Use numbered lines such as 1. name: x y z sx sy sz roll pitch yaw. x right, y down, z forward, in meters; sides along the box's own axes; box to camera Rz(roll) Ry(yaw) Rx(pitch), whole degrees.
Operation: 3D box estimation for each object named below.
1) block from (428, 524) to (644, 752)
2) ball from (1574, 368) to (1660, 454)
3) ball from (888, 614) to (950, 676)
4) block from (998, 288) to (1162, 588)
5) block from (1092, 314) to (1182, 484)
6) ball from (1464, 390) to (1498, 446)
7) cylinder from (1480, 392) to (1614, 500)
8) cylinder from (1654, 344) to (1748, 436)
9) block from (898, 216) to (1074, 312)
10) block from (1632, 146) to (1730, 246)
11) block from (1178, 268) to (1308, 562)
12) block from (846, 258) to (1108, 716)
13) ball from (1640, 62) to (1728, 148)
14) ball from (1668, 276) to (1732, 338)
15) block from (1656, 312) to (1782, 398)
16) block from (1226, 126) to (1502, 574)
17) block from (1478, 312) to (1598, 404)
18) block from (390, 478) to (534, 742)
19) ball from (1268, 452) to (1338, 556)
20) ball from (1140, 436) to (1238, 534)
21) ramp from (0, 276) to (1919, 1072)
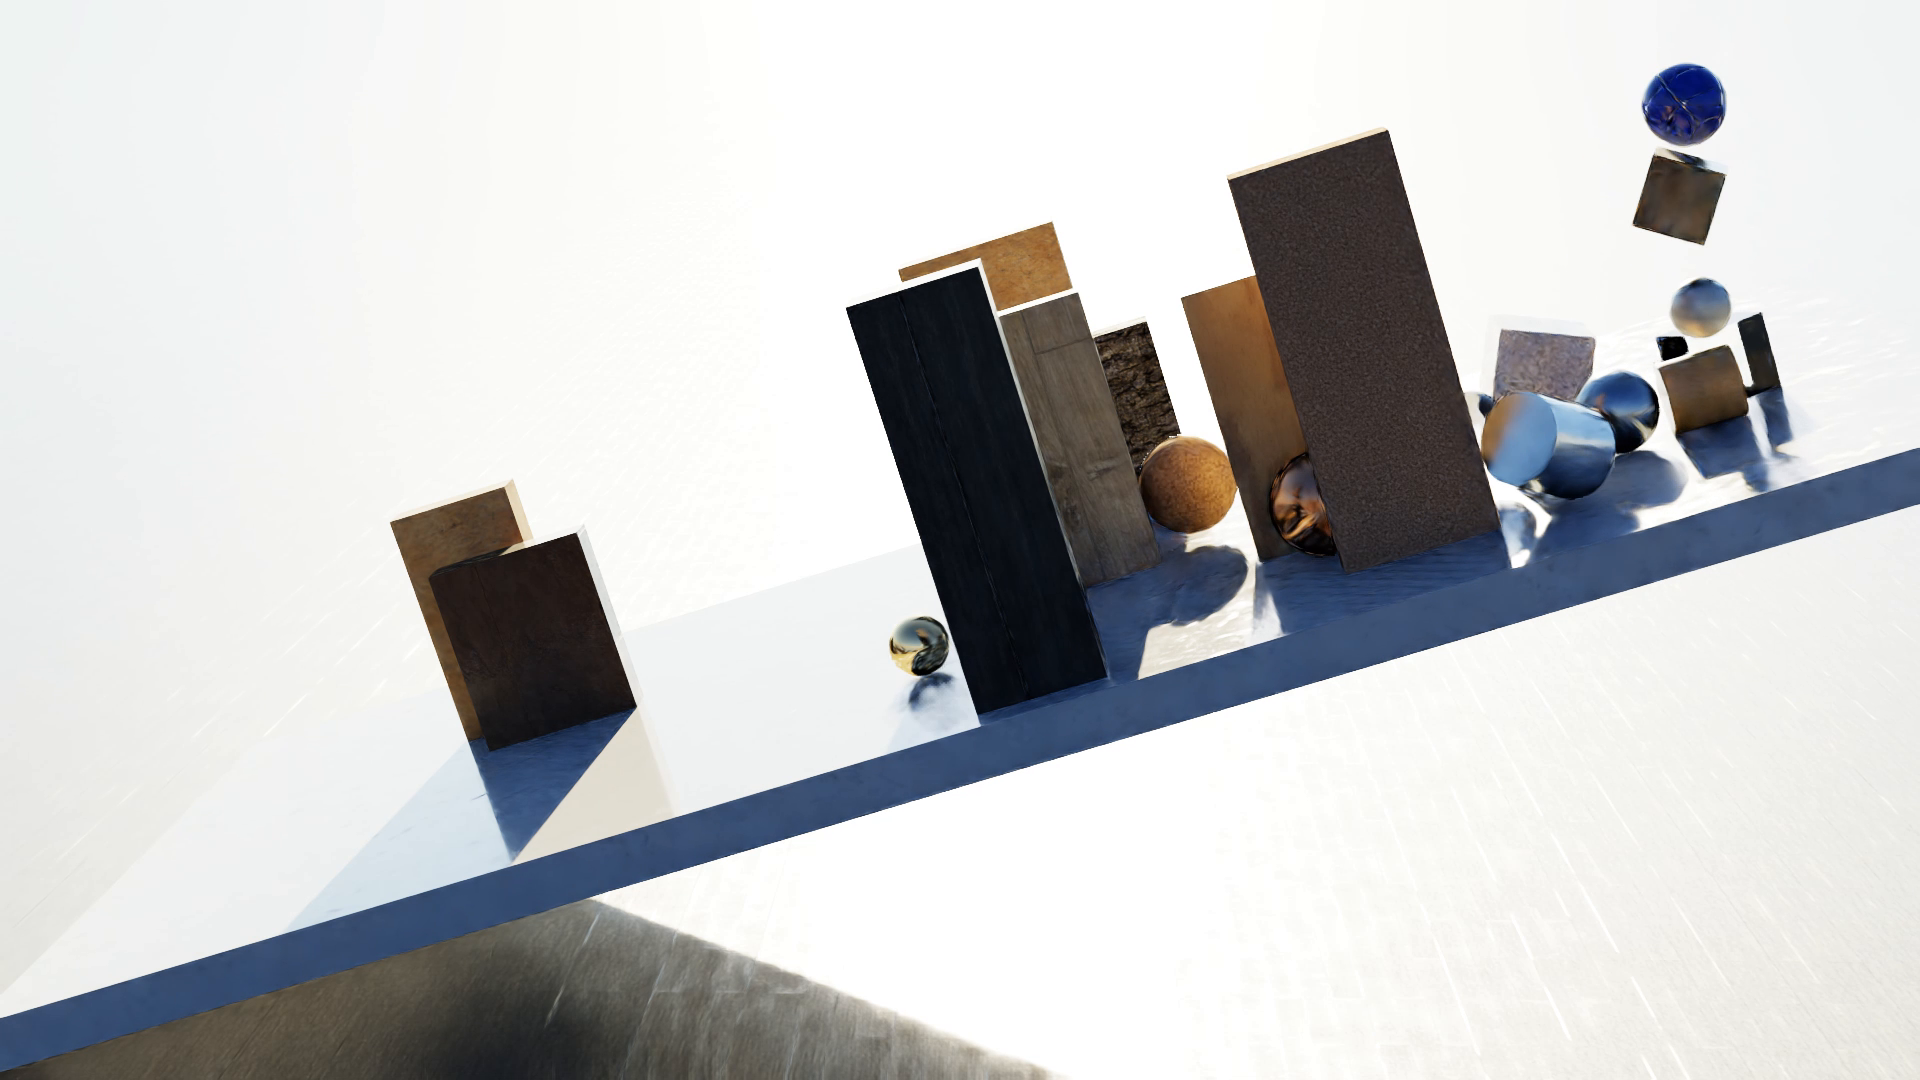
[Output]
1. block: -0.930 0.214 6.463 0.344 0.409 0.100 -17 10 5
2. ball: 1.300 -0.255 5.826 0.170 0.170 0.170 0 11 0
3. ball: -0.081 0.210 5.853 0.123 0.123 0.123 0 11 0
4. block: 0.130 -0.176 6.183 0.432 0.602 0.081 -17 10 5
5. block: 0.350 -0.282 6.907 0.306 0.409 0.115 -17 10 5
6. ball: 1.019 -0.219 5.898 0.162 0.162 0.162 0 11 0
7. cylinder: 1.108 -0.177 5.546 0.178 0.178 0.178 10 2 -41
8. cylinder: 1.470 -0.299 5.837 0.147 0.147 0.147 -17 10 7
9. block: 0.139 -0.370 6.935 0.375 0.692 0.125 -17 10 5
10. block: 1.447 -0.691 5.905 0.149 0.149 0.149 18 18 12
11. block: 0.707 -0.284 5.890 0.393 0.559 0.107 -17 10 5
12. block: 0.034 -0.096 5.394 0.251 0.789 0.132 -17 10 5
13. ball: 1.517 -0.912 6.161 0.178 0.178 0.178 0 11 0
14. ball: 1.483 -0.466 5.890 0.125 0.125 0.125 0 11 0
15. block: 1.553 -0.367 6.028 0.156 0.156 0.156 -22 11 -19
16. block: 0.762 -0.355 5.545 0.306 0.782 0.110 -17 10 5
17. block: 1.217 -0.356 6.218 0.201 0.201 0.201 6 14 1
18. block: -1.060 0.158 6.641 0.274 0.529 0.105 -17 10 5
19. ball: 0.709 -0.073 5.766 0.208 0.208 0.208 0 11 0
20. ball: 0.486 -0.117 6.256 0.208 0.208 0.208 0 11 0
21. ramp: 0.098 0.184 6.313 4.000 0.100 2.000 -17 10 5
